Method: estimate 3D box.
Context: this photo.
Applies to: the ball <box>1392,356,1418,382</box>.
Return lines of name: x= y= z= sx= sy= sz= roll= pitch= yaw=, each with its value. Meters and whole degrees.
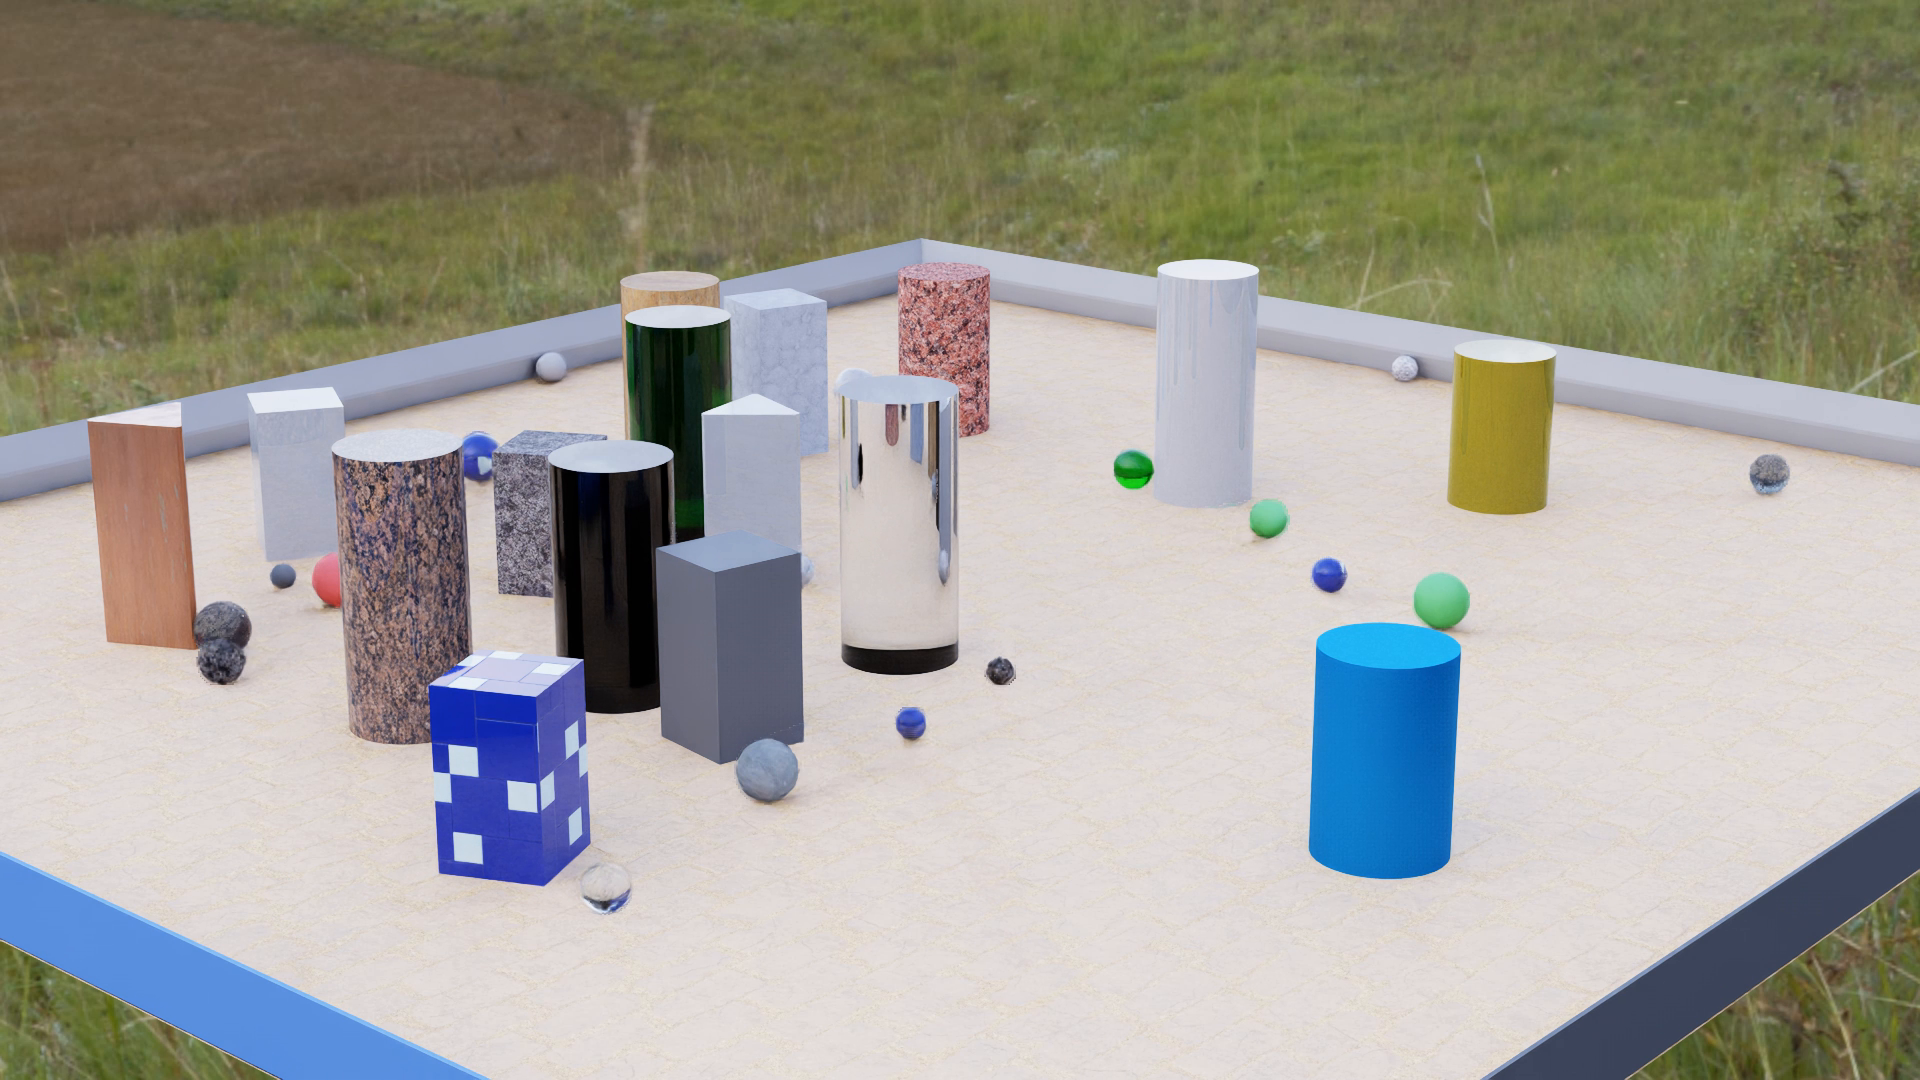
ball: x=1.006 y=-0.387 z=6.628 sx=0.059 sy=0.059 sz=0.059 roll=0 pitch=17 yaw=0

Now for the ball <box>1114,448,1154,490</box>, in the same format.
ball: x=0.341 y=-0.140 z=5.770 sx=0.079 sy=0.079 sz=0.079 roll=0 pitch=17 yaw=0

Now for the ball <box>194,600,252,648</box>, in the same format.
ball: x=-1.208 y=0.145 z=4.804 sx=0.093 sy=0.093 sz=0.093 roll=0 pitch=17 yaw=0

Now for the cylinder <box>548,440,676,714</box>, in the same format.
cylinder: x=-0.540 y=0.056 z=4.587 sx=0.193 sy=0.389 sz=0.193 roll=0 pitch=17 yaw=0

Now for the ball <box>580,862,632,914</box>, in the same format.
ball: x=-0.463 y=0.453 z=3.828 sx=0.067 sy=0.067 sz=0.067 roll=0 pitch=17 yaw=0

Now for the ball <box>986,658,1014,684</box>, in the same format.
ball: x=0.064 y=0.209 z=4.677 sx=0.043 sy=0.043 sz=0.043 roll=0 pitch=17 yaw=0

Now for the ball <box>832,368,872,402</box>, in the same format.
ball: x=-0.229 y=-0.327 z=6.364 sx=0.095 sy=0.095 sz=0.095 roll=0 pitch=17 yaw=0

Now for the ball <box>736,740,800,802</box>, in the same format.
ball: x=-0.275 y=0.330 z=4.197 sx=0.090 sy=0.090 sz=0.090 roll=0 pitch=17 yaw=0

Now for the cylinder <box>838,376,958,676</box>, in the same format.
cylinder: x=-0.098 y=-0.025 z=4.751 sx=0.193 sy=0.450 sz=0.193 roll=0 pitch=17 yaw=0

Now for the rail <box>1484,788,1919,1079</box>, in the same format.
rail: x=1.329 y=0.365 z=4.015 sx=0.045 sy=0.126 sz=3.801 roll=14 pitch=22 yaw=39

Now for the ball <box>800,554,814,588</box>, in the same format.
ball: x=-0.287 y=0.055 z=5.153 sx=0.064 sy=0.064 sz=0.064 roll=0 pitch=17 yaw=0

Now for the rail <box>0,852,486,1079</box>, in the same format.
rail: x=-1.231 y=0.441 z=3.763 sx=3.568 sy=0.126 sz=0.045 roll=14 pitch=22 yaw=39

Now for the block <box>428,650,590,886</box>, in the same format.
block: x=-0.607 y=0.306 z=3.966 sx=0.155 sy=0.269 sz=0.155 roll=5 pitch=17 yaw=16

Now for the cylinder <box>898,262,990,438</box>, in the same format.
cylinder: x=-0.034 y=-0.402 z=6.196 sx=0.193 sy=0.336 sz=0.193 roll=0 pitch=17 yaw=0

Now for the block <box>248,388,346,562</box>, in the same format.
block: x=-1.208 y=-0.121 z=5.366 sx=0.155 sy=0.278 sz=0.155 roll=-6 pitch=18 yaw=-18

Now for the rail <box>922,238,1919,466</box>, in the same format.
rail: x=1.231 y=-0.378 z=6.477 sx=3.568 sy=0.126 sz=0.045 roll=14 pitch=22 yaw=39

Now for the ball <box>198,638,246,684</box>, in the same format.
ball: x=-1.178 y=0.194 z=4.679 sx=0.072 sy=0.072 sz=0.072 roll=0 pitch=17 yaw=0

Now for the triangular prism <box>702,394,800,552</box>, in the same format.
triangular prism: x=-0.366 y=-0.094 z=5.228 sx=0.167 sy=0.306 sz=0.145 roll=0 pitch=17 yaw=0

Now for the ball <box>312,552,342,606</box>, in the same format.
ball: x=-1.070 y=0.067 z=5.059 sx=0.094 sy=0.094 sz=0.094 roll=0 pitch=17 yaw=0

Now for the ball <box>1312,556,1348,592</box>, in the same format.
ball: x=0.648 y=0.061 z=5.138 sx=0.062 sy=0.062 sz=0.062 roll=0 pitch=17 yaw=0

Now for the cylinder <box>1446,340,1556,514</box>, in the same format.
cylinder: x=1.044 y=-0.219 z=5.655 sx=0.193 sy=0.299 sz=0.193 roll=0 pitch=17 yaw=0

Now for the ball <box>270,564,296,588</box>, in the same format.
ball: x=-1.191 y=0.063 z=5.159 sx=0.044 sy=0.044 sz=0.044 roll=0 pitch=17 yaw=0

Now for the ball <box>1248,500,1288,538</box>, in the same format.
ball: x=0.573 y=-0.039 z=5.451 sx=0.071 sy=0.071 sz=0.071 roll=0 pitch=17 yaw=0

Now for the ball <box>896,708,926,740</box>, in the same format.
ball: x=-0.074 y=0.278 z=4.441 sx=0.048 sy=0.048 sz=0.048 roll=0 pitch=17 yaw=0

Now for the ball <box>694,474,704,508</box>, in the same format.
ball: x=-0.478 y=-0.094 z=5.637 sx=0.070 sy=0.070 sz=0.070 roll=0 pitch=17 yaw=0

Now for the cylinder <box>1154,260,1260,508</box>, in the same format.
cylinder: x=0.475 y=-0.303 z=5.672 sx=0.193 sy=0.448 sz=0.193 roll=0 pitch=17 yaw=0

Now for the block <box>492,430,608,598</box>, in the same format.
block: x=-0.715 y=-0.045 z=5.151 sx=0.155 sy=0.257 sz=0.155 roll=4 pitch=17 yaw=13

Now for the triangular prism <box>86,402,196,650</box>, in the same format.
triangular prism: x=-1.323 y=-0.027 z=4.878 sx=0.167 sy=0.380 sz=0.145 roll=5 pitch=17 yaw=15

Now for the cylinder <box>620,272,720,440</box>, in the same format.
cylinder: x=-0.568 y=-0.315 z=5.798 sx=0.193 sy=0.400 sz=0.193 roll=0 pitch=17 yaw=0

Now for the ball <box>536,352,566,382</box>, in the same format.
ball: x=-0.923 y=-0.388 z=6.616 sx=0.068 sy=0.068 sz=0.068 roll=0 pitch=17 yaw=0

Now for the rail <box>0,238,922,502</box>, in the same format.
rail: x=-1.329 y=-0.302 z=6.225 sx=0.045 sy=0.126 sz=3.801 roll=14 pitch=22 yaw=39

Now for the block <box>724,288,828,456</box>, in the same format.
block: x=-0.377 y=-0.340 z=6.025 sx=0.155 sy=0.317 sz=0.155 roll=-10 pitch=20 yaw=-31

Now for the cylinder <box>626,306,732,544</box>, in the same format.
cylinder: x=-0.516 y=-0.212 z=5.431 sx=0.193 sy=0.414 sz=0.193 roll=0 pitch=17 yaw=0

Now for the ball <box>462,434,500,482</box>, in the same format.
ball: x=-0.955 y=-0.164 z=5.821 sx=0.097 sy=0.097 sz=0.097 roll=0 pitch=17 yaw=0

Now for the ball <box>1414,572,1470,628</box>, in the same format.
ball: x=0.812 y=0.102 z=4.943 sx=0.095 sy=0.095 sz=0.095 roll=0 pitch=17 yaw=0

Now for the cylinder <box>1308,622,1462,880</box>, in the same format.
cylinder: x=0.576 y=0.284 z=3.986 sx=0.193 sy=0.299 sz=0.193 roll=0 pitch=17 yaw=0

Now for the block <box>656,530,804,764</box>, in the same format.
block: x=-0.345 y=0.158 z=4.403 sx=0.155 sy=0.299 sz=0.155 roll=-13 pitch=21 yaw=-37

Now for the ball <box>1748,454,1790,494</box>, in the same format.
ball: x=1.584 y=-0.129 z=5.738 sx=0.078 sy=0.078 sz=0.078 roll=0 pitch=17 yaw=0

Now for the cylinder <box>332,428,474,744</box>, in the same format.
cylinder: x=-0.842 y=0.069 z=4.450 sx=0.193 sy=0.442 sz=0.193 roll=0 pitch=17 yaw=0
